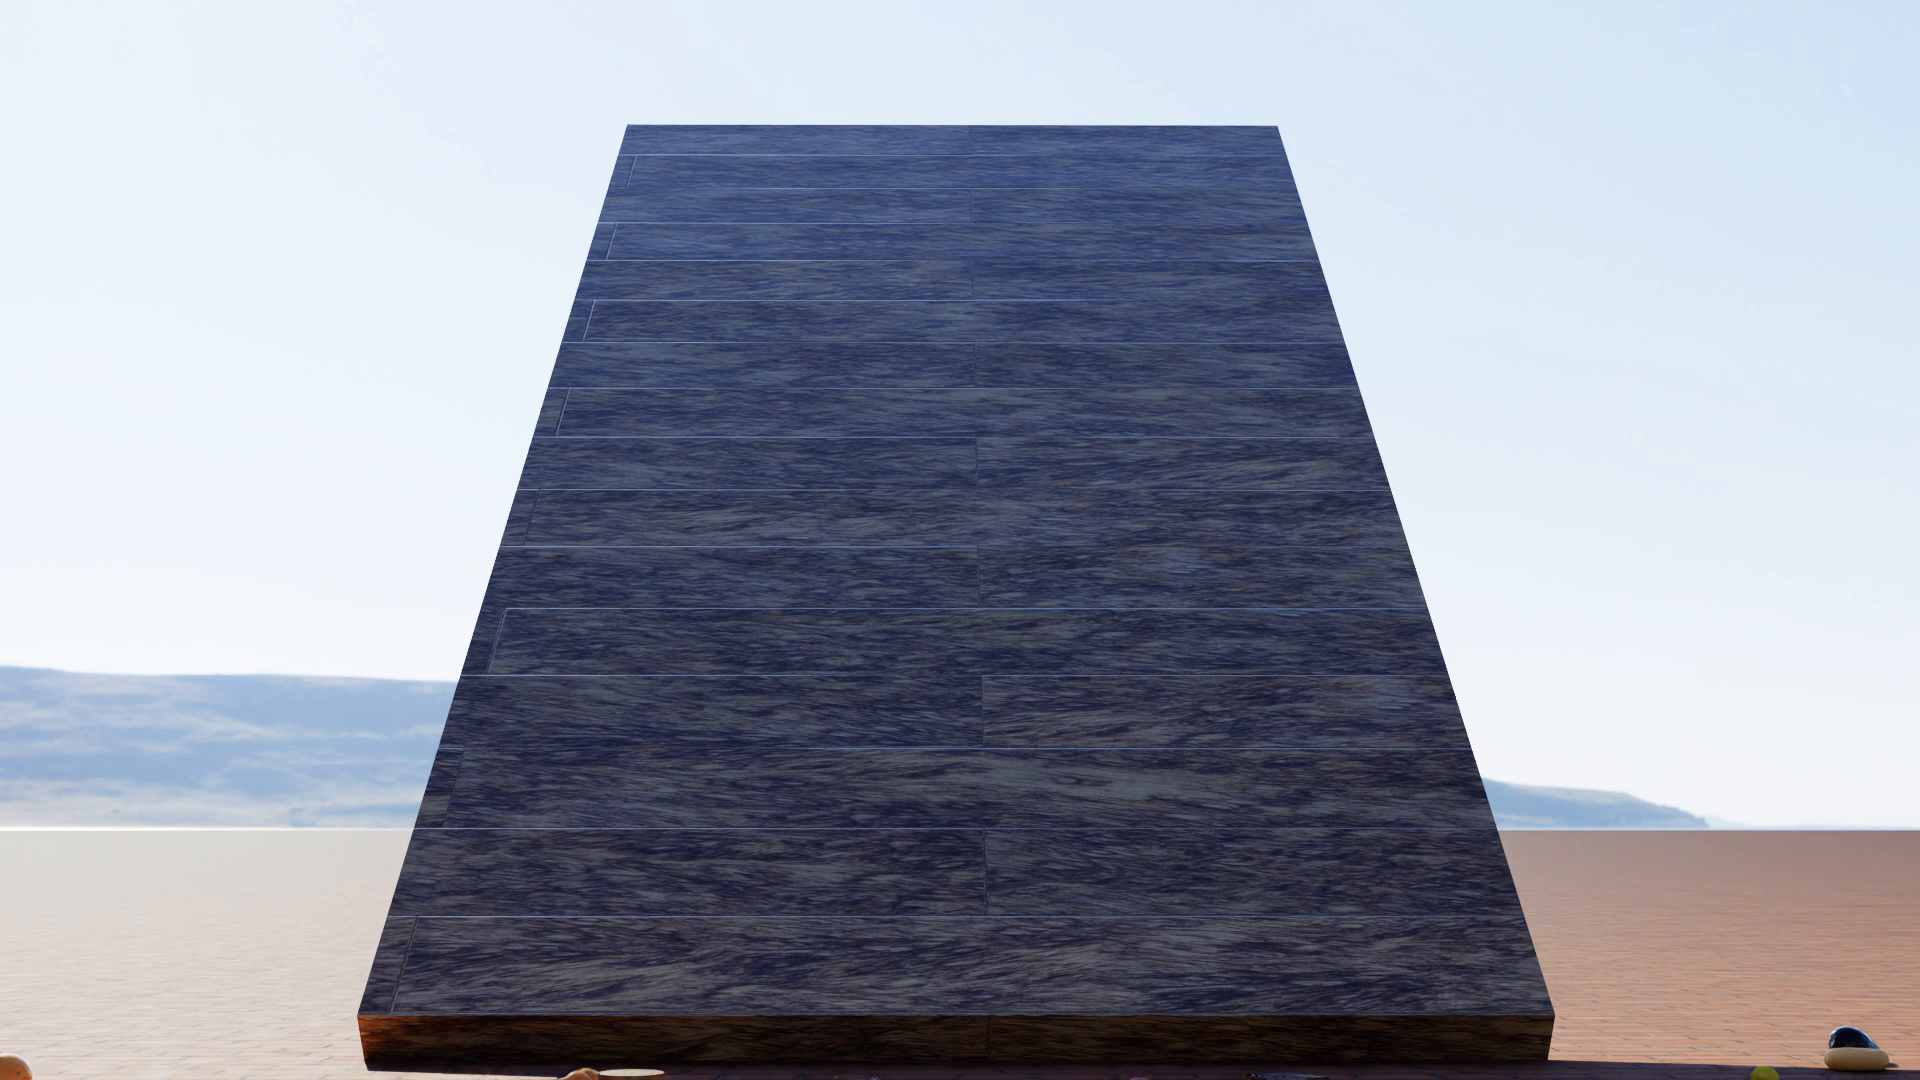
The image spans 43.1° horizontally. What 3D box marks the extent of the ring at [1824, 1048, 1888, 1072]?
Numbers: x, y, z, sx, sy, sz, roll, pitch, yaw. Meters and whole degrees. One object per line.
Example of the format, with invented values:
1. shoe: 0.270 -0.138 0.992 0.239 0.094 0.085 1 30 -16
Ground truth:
1. ring: 1.458 0.845 3.957 0.100 0.033 0.100 0 -8 0

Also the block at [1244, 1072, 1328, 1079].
1. block: 0.418 0.725 3.113 0.075 0.075 0.075 5 -8 -36

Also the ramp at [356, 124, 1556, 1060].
1. ramp: -0.014 -0.199 5.797 2.000 0.100 4.000 0 31 0

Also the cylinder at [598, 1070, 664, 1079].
1. cylinder: -0.416 0.716 3.075 0.084 0.084 0.084 0 -7 0
